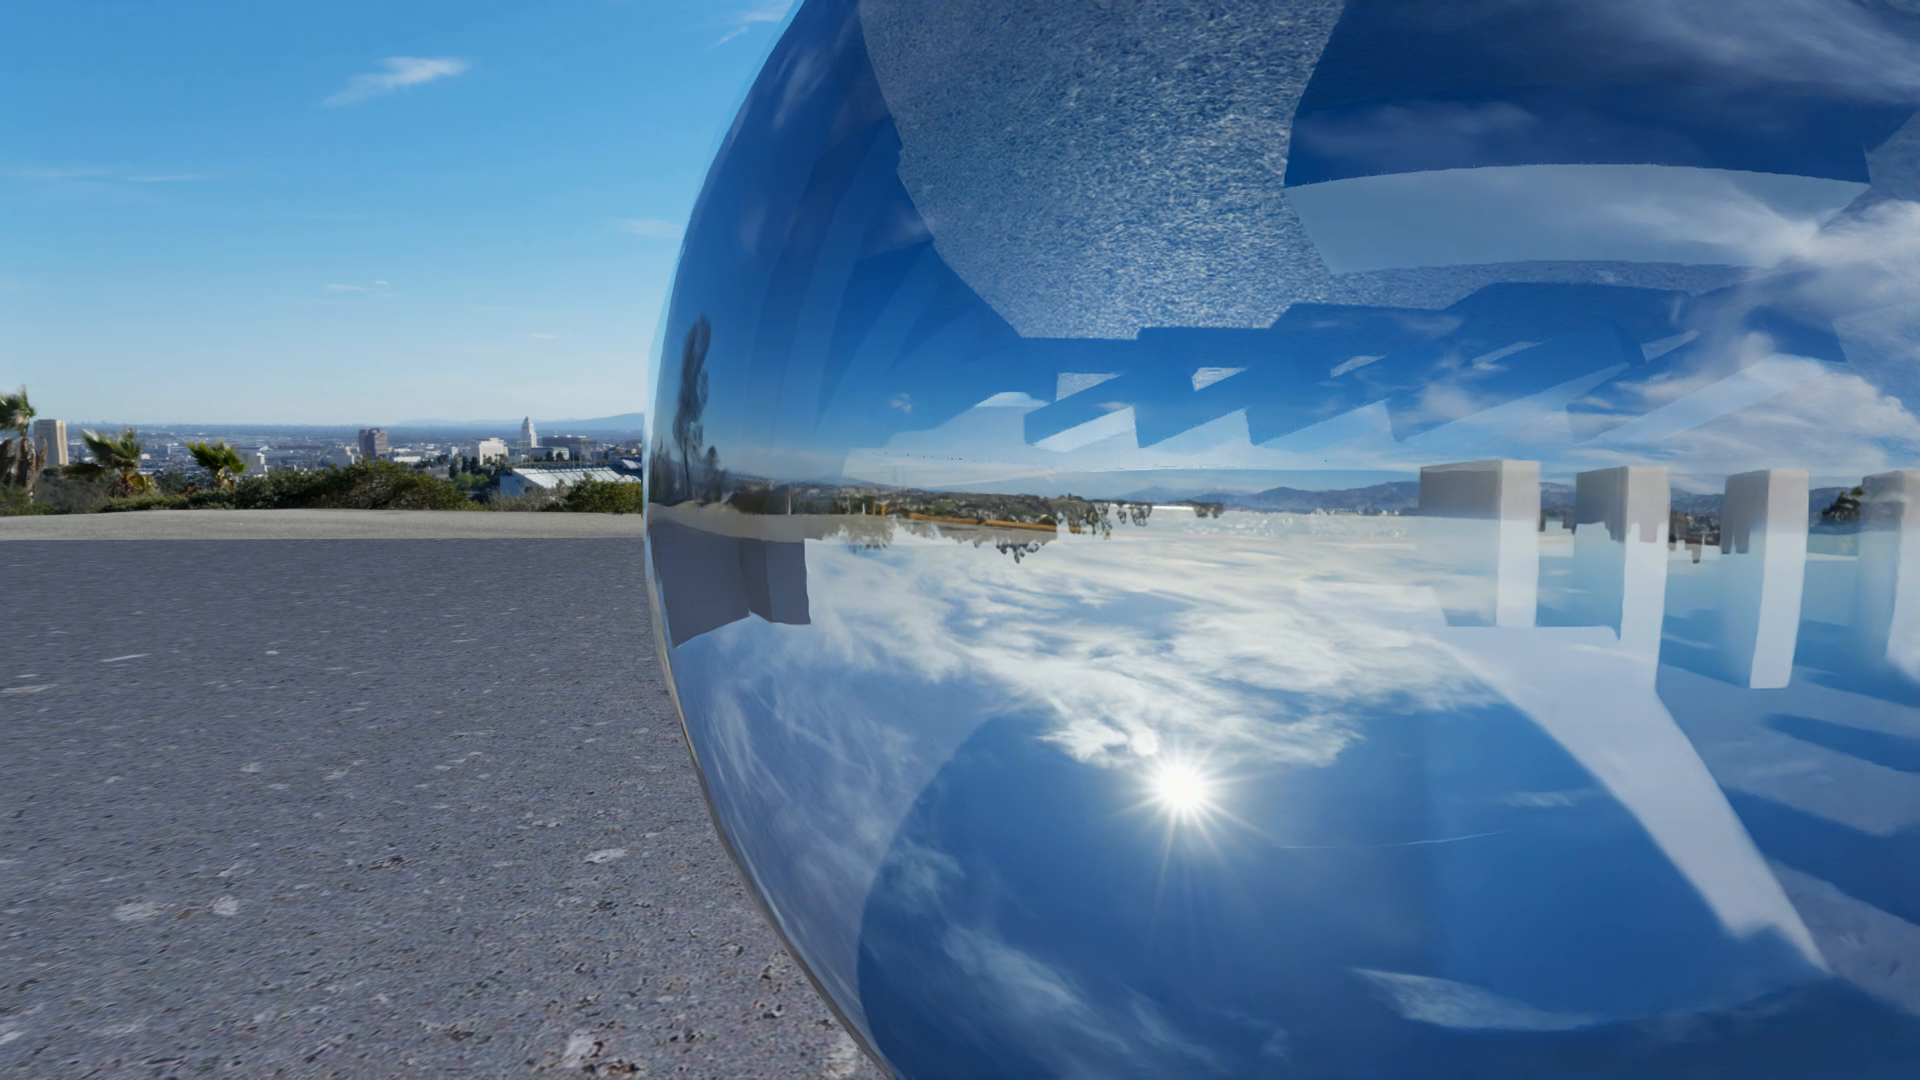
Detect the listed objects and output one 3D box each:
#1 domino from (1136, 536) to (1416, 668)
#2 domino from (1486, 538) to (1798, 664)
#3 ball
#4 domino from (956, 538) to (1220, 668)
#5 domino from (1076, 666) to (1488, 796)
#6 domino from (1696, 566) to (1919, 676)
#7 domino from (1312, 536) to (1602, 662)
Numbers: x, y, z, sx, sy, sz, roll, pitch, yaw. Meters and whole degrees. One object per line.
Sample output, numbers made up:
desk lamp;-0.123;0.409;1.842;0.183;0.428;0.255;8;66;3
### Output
domino;0.063;0.012;0.260;0.050;0.009;0.025;-17;7;-10
domino;0.134;0.012;0.257;0.050;0.009;0.025;-16;3;5
ball;0.024;-0.003;0.069;0.080;0.080;0.080;0;4;0
domino;0.026;0.012;0.256;0.050;0.009;0.025;-22;12;-39
domino;0.042;0.025;0.173;0.050;0.009;0.025;1;4;14
domino;0.168;0.014;0.239;0.050;0.010;0.025;-14;-1;19
domino;0.099;0.012;0.261;0.050;0.009;0.025;-16;4;1
